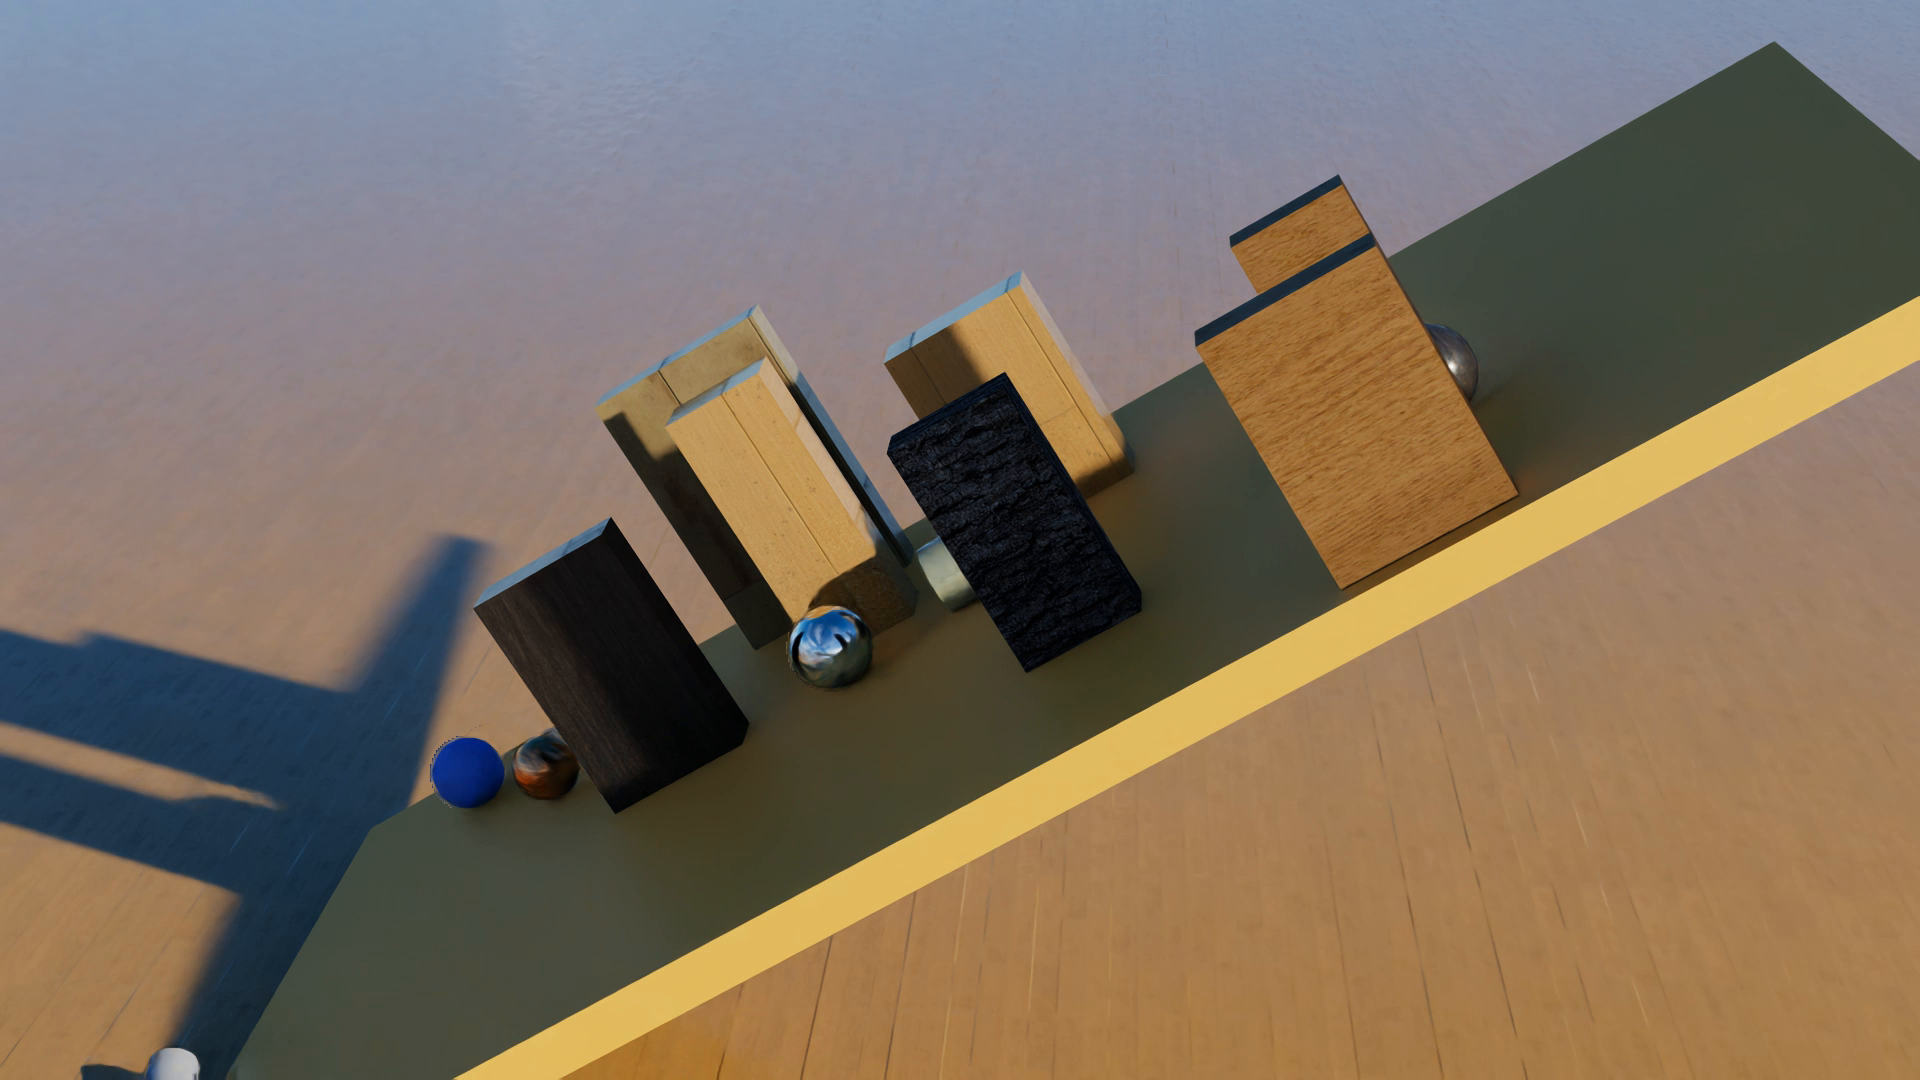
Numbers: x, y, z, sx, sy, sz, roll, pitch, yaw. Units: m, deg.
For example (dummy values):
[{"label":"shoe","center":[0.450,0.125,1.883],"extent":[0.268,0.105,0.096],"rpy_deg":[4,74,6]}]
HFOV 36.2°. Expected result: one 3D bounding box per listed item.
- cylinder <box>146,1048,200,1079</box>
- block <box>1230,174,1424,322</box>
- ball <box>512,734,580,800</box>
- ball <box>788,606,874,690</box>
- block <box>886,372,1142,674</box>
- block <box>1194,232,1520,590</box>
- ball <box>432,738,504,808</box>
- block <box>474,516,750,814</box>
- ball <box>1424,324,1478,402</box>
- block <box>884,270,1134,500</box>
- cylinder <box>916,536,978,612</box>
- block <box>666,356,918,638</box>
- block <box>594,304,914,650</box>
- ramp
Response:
[{"label":"cylinder","center":[-1.719,1.186,6.412],"extent":[0.112,0.112,0.112],"rpy_deg":[-3,30,-7]},{"label":"block","center":[0.765,-0.451,5.852],"extent":[0.248,0.483,0.097],"rpy_deg":[-29,15,13]},{"label":"ball","center":[-0.970,0.533,6.888],"extent":[0.156,0.156,0.156],"rpy_deg":[0,19,0]},{"label":"ball","center":[-0.280,0.233,6.385],"extent":[0.183,0.183,0.183],"rpy_deg":[0,19,0]},{"label":"block","center":[0.110,-0.032,5.762],"extent":[0.262,0.526,0.114],"rpy_deg":[-29,15,13]},{"label":"block","center":[0.698,-0.223,5.180],"extent":[0.355,0.521,0.106],"rpy_deg":[-29,15,13]},{"label":"ball","center":[-1.206,0.571,7.218],"extent":[0.173,0.173,0.173],"rpy_deg":[0,19,0]},{"label":"block","center":[-0.764,0.279,6.480],"extent":[0.338,0.564,0.122],"rpy_deg":[-29,15,13]},{"label":"ball","center":[0.906,-0.321,5.708],"extent":[0.199,0.199,0.199],"rpy_deg":[0,19,0]},{"label":"block","center":[0.115,-0.296,6.649],"extent":[0.354,0.503,0.141],"rpy_deg":[-29,15,13]},{"label":"cylinder","center":[0.014,0.050,6.424],"extent":[0.158,0.158,0.158],"rpy_deg":[-30,17,9]},{"label":"block","center":[-0.373,-0.064,6.609],"extent":[0.245,0.652,0.145],"rpy_deg":[-29,15,13]},{"label":"block","center":[-0.484,-0.144,6.989],"extent":[0.443,0.705,0.103],"rpy_deg":[-29,15,13]},{"label":"ramp","center":[0.141,0.168,6.288],"extent":[4.000,0.100,2.000],"rpy_deg":[-29,15,13]}]
